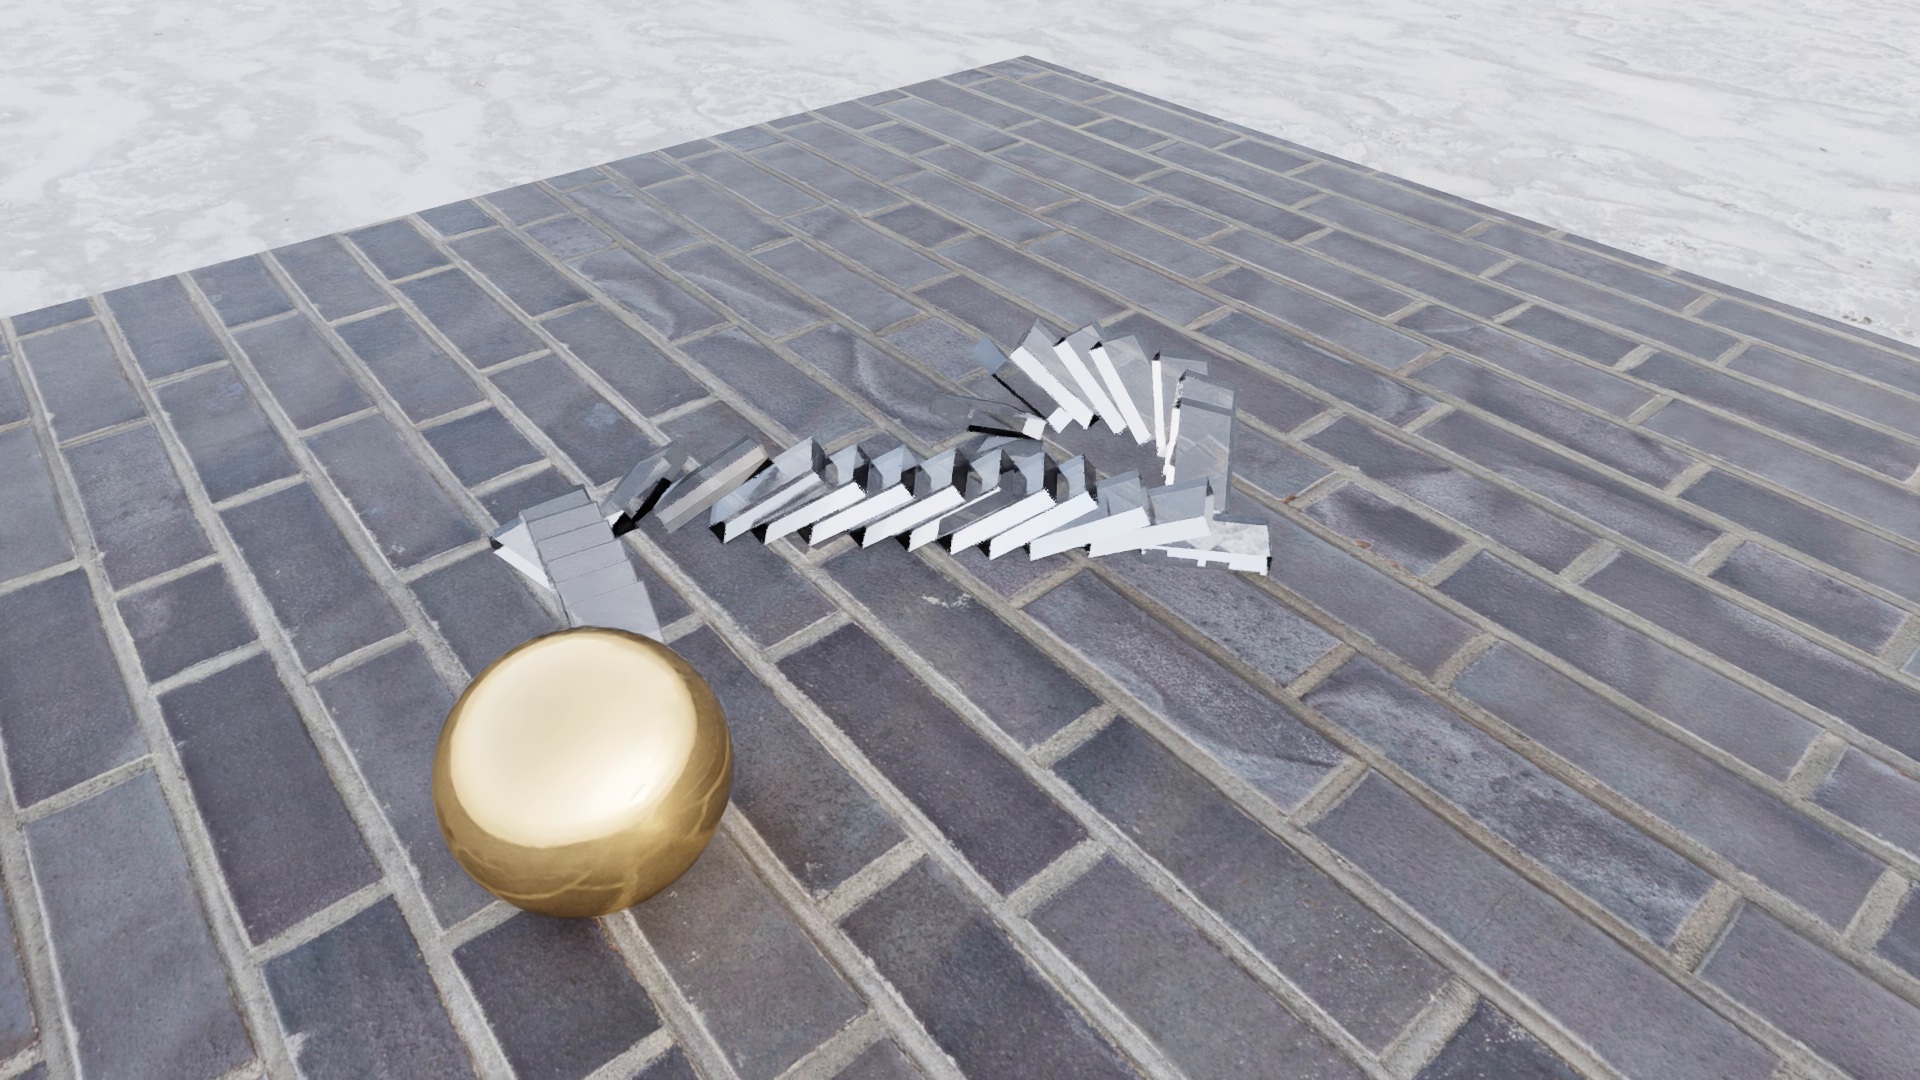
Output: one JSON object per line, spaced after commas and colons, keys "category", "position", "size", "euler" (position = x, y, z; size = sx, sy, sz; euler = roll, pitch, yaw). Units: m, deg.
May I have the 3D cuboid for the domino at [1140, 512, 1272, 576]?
{"category": "domino", "position": [0.099, 0.000, 0.443], "size": [0.050, 0.010, 0.025], "euler": [6, 40, 7]}

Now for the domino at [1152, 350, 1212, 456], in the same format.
{"category": "domino", "position": [0.102, -0.061, 0.497], "size": [0.025, 0.010, 0.050], "euler": [6, 66, -10]}

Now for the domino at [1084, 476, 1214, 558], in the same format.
{"category": "domino", "position": [0.075, -0.009, 0.438], "size": [0.050, 0.010, 0.025], "euler": [-12, 36, 25]}

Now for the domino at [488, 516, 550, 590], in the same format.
{"category": "domino", "position": [-0.161, 0.005, 0.438], "size": [0.050, 0.010, 0.025], "euler": [26, 46, 29]}

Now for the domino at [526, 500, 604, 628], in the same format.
{"category": "domino", "position": [-0.137, 0.013, 0.401], "size": [0.025, 0.050, 0.010], "euler": [-20, 0, -23]}

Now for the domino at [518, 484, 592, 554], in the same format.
{"category": "domino", "position": [-0.144, 0.006, 0.416], "size": [0.025, 0.010, 0.050], "euler": [-24, 78, -27]}

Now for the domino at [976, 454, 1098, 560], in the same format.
{"category": "domino", "position": [0.030, -0.013, 0.438], "size": [0.050, 0.010, 0.025], "euler": [-27, 32, 24]}

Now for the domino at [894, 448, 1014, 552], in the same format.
{"category": "domino", "position": [-0.002, -0.016, 0.441], "size": [0.050, 0.009, 0.025], "euler": [-26, 33, 25]}

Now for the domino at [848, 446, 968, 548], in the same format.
{"category": "domino", "position": [-0.021, -0.017, 0.444], "size": [0.050, 0.009, 0.025], "euler": [-25, 33, 24]}

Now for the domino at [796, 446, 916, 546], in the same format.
{"category": "domino", "position": [-0.042, -0.018, 0.446], "size": [0.050, 0.010, 0.025], "euler": [-24, 35, 20]}

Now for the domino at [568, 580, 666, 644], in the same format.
{"category": "domino", "position": [-0.110, 0.041, 0.366], "size": [0.025, 0.050, 0.009], "euler": [-20, 1, -23]}

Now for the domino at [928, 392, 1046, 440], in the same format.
{"category": "domino", "position": [0.013, -0.055, 0.491], "size": [0.025, 0.010, 0.050], "euler": [31, 19, 38]}

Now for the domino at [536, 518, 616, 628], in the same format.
{"category": "domino", "position": [-0.130, 0.020, 0.392], "size": [0.025, 0.050, 0.009], "euler": [-20, 1, -23]}

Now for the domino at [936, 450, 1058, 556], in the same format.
{"category": "domino", "position": [0.015, -0.015, 0.439], "size": [0.050, 0.009, 0.025], "euler": [-26, 33, 25]}

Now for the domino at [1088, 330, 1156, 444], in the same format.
{"category": "domino", "position": [0.082, -0.071, 0.507], "size": [0.025, 0.009, 0.050], "euler": [-20, 79, -31]}

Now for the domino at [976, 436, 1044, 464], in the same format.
{"category": "domino", "position": [0.022, -0.035, 0.470], "size": [0.025, 0.010, 0.050], "euler": [5, 14, 6]}

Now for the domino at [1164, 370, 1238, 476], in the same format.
{"category": "domino", "position": [0.106, -0.049, 0.482], "size": [0.025, 0.010, 0.050], "euler": [16, 65, -5]}

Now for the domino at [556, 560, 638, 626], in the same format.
{"category": "domino", "position": [-0.116, 0.034, 0.375], "size": [0.025, 0.050, 0.010], "euler": [-20, 1, -23]}

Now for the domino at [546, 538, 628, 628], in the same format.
{"category": "domino", "position": [-0.123, 0.027, 0.383], "size": [0.025, 0.050, 0.010], "euler": [-20, 1, -23]}

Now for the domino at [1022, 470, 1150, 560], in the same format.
{"category": "domino", "position": [0.050, -0.010, 0.440], "size": [0.050, 0.009, 0.025], "euler": [-17, 36, 18]}

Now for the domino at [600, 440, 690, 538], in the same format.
{"category": "domino", "position": [-0.134, -0.020, 0.458], "size": [0.025, 0.009, 0.050], "euler": [-20, 30, 29]}

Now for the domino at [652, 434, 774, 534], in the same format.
{"category": "domino", "position": [-0.103, -0.024, 0.453], "size": [0.050, 0.010, 0.025], "euler": [-36, 26, -12]}

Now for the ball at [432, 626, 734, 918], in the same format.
{"category": "ball", "position": [-0.104, 0.064, 0.309], "size": [0.080, 0.080, 0.080], "euler": [0, 39, 0]}

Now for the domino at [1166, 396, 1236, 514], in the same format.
{"category": "domino", "position": [0.102, -0.034, 0.464], "size": [0.025, 0.010, 0.050], "euler": [13, 65, -7]}

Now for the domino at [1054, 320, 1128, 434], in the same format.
{"category": "domino", "position": [0.068, -0.076, 0.514], "size": [0.025, 0.010, 0.050], "euler": [-33, 86, -36]}

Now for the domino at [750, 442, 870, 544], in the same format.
{"category": "domino", "position": [-0.061, -0.019, 0.447], "size": [0.050, 0.010, 0.025], "euler": [-25, 35, 19]}

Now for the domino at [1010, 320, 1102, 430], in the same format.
{"category": "domino", "position": [0.048, -0.077, 0.515], "size": [0.050, 0.009, 0.025], "euler": [42, 41, -12]}

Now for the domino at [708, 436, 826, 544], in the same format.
{"category": "domino", "position": [-0.078, -0.021, 0.448], "size": [0.050, 0.010, 0.025], "euler": [-29, 34, 13]}

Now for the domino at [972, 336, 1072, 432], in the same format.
{"category": "domino", "position": [0.029, -0.071, 0.503], "size": [0.009, 0.050, 0.025], "euler": [-46, 40, 12]}
